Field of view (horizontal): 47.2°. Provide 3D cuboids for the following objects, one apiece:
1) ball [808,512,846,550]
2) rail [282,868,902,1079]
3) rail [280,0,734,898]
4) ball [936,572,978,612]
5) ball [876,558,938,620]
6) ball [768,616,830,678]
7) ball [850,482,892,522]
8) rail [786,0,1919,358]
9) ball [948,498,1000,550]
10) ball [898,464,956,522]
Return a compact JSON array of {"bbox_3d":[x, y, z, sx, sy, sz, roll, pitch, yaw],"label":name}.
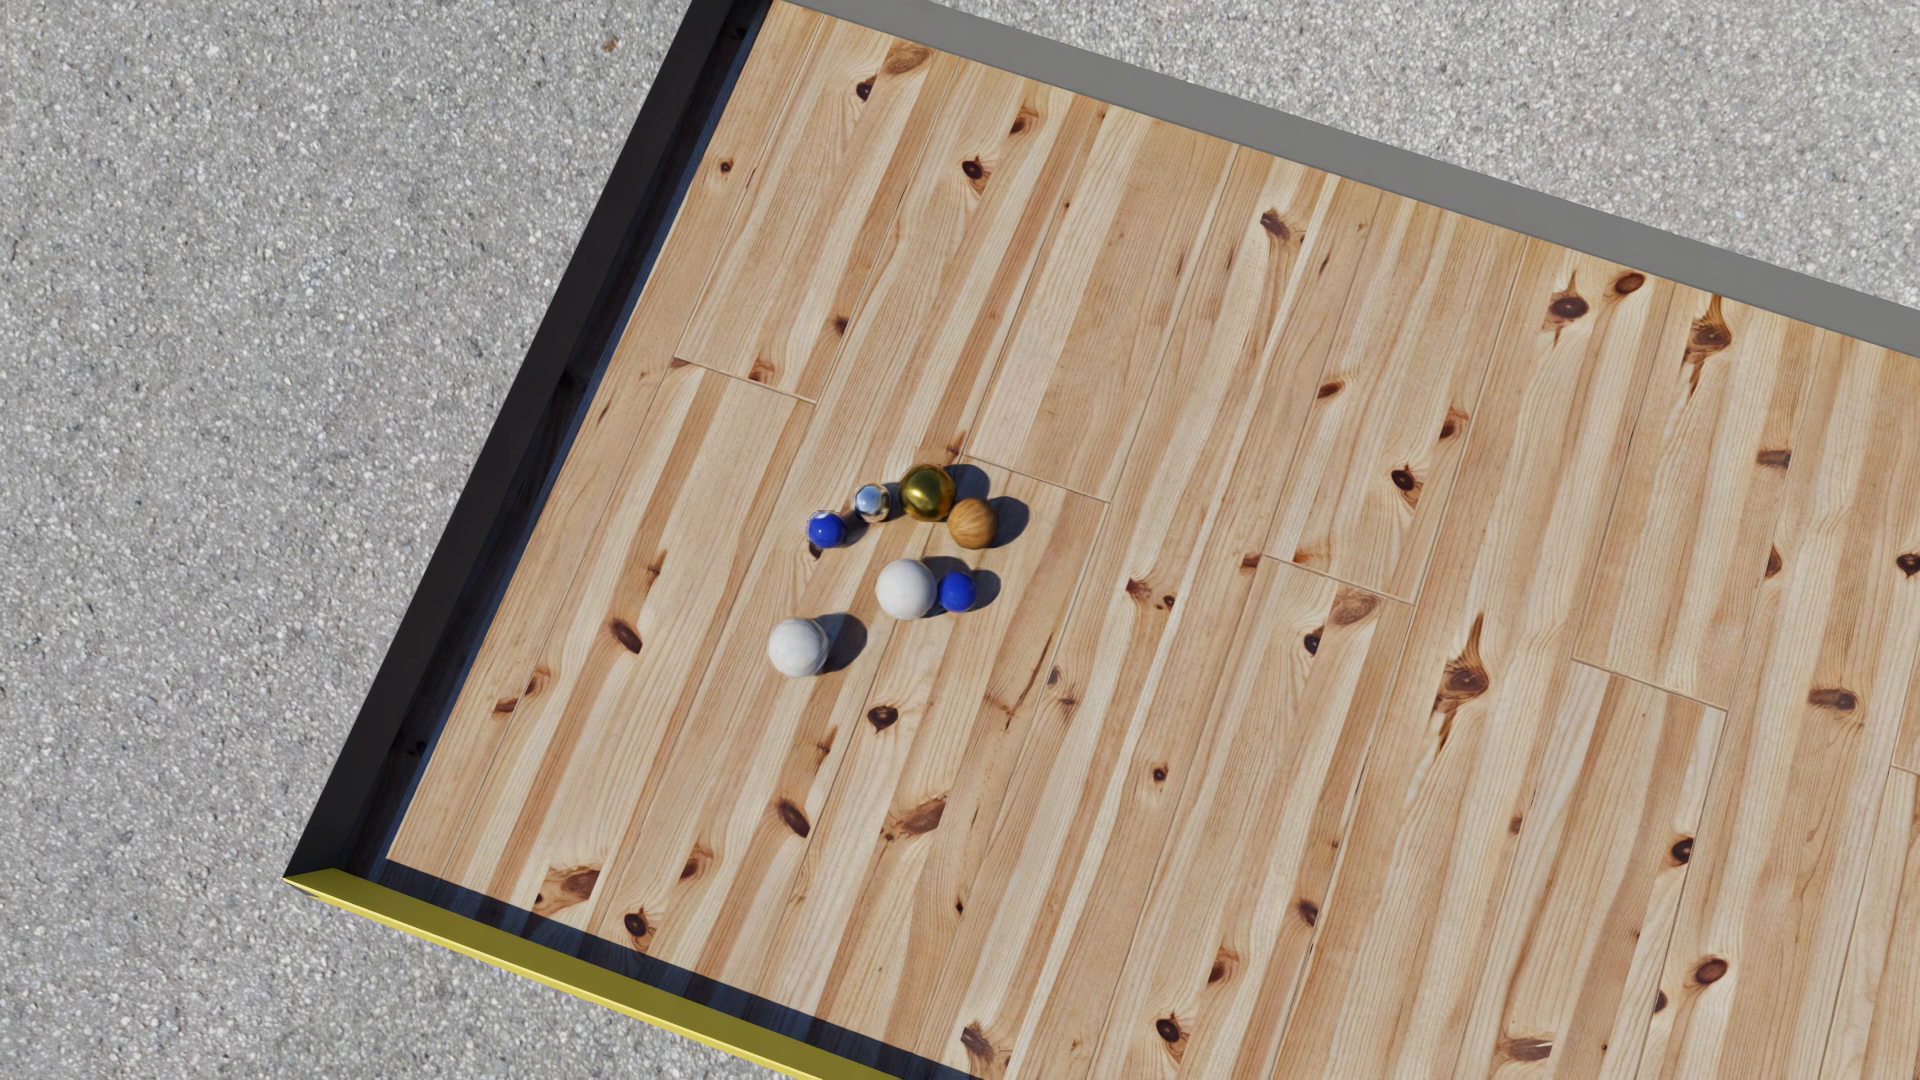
[{"bbox_3d":[-0.208,-0.015,3.440,0.059,0.059,0.059,0,71,0],"label":"ball"},{"bbox_3d":[0.409,0.958,3.062,2.933,0.123,0.045,19,72,6],"label":"rail"},{"bbox_3d":[-0.667,-0.236,3.483,0.045,0.123,1.695,19,72,6],"label":"rail"},{"bbox_3d":[-0.005,0.080,3.404,0.064,0.064,0.064,0,71,0],"label":"ball"},{"bbox_3d":[-0.083,0.075,3.389,0.095,0.095,0.095,0,71,0],"label":"ball"},{"bbox_3d":[-0.246,0.164,3.359,0.094,0.094,0.094,0,71,0],"label":"ball"},{"bbox_3d":[-0.139,-0.059,3.453,0.064,0.064,0.064,0,71,0],"label":"ball"},{"bbox_3d":[0.970,-0.504,3.578,2.933,0.123,0.045,19,72,6],"label":"rail"},{"bbox_3d":[0.021,-0.025,3.432,0.082,0.082,0.082,0,71,0],"label":"ball"},{"bbox_3d":[-0.051,-0.073,3.444,0.091,0.091,0.091,0,71,0],"label":"ball"}]
